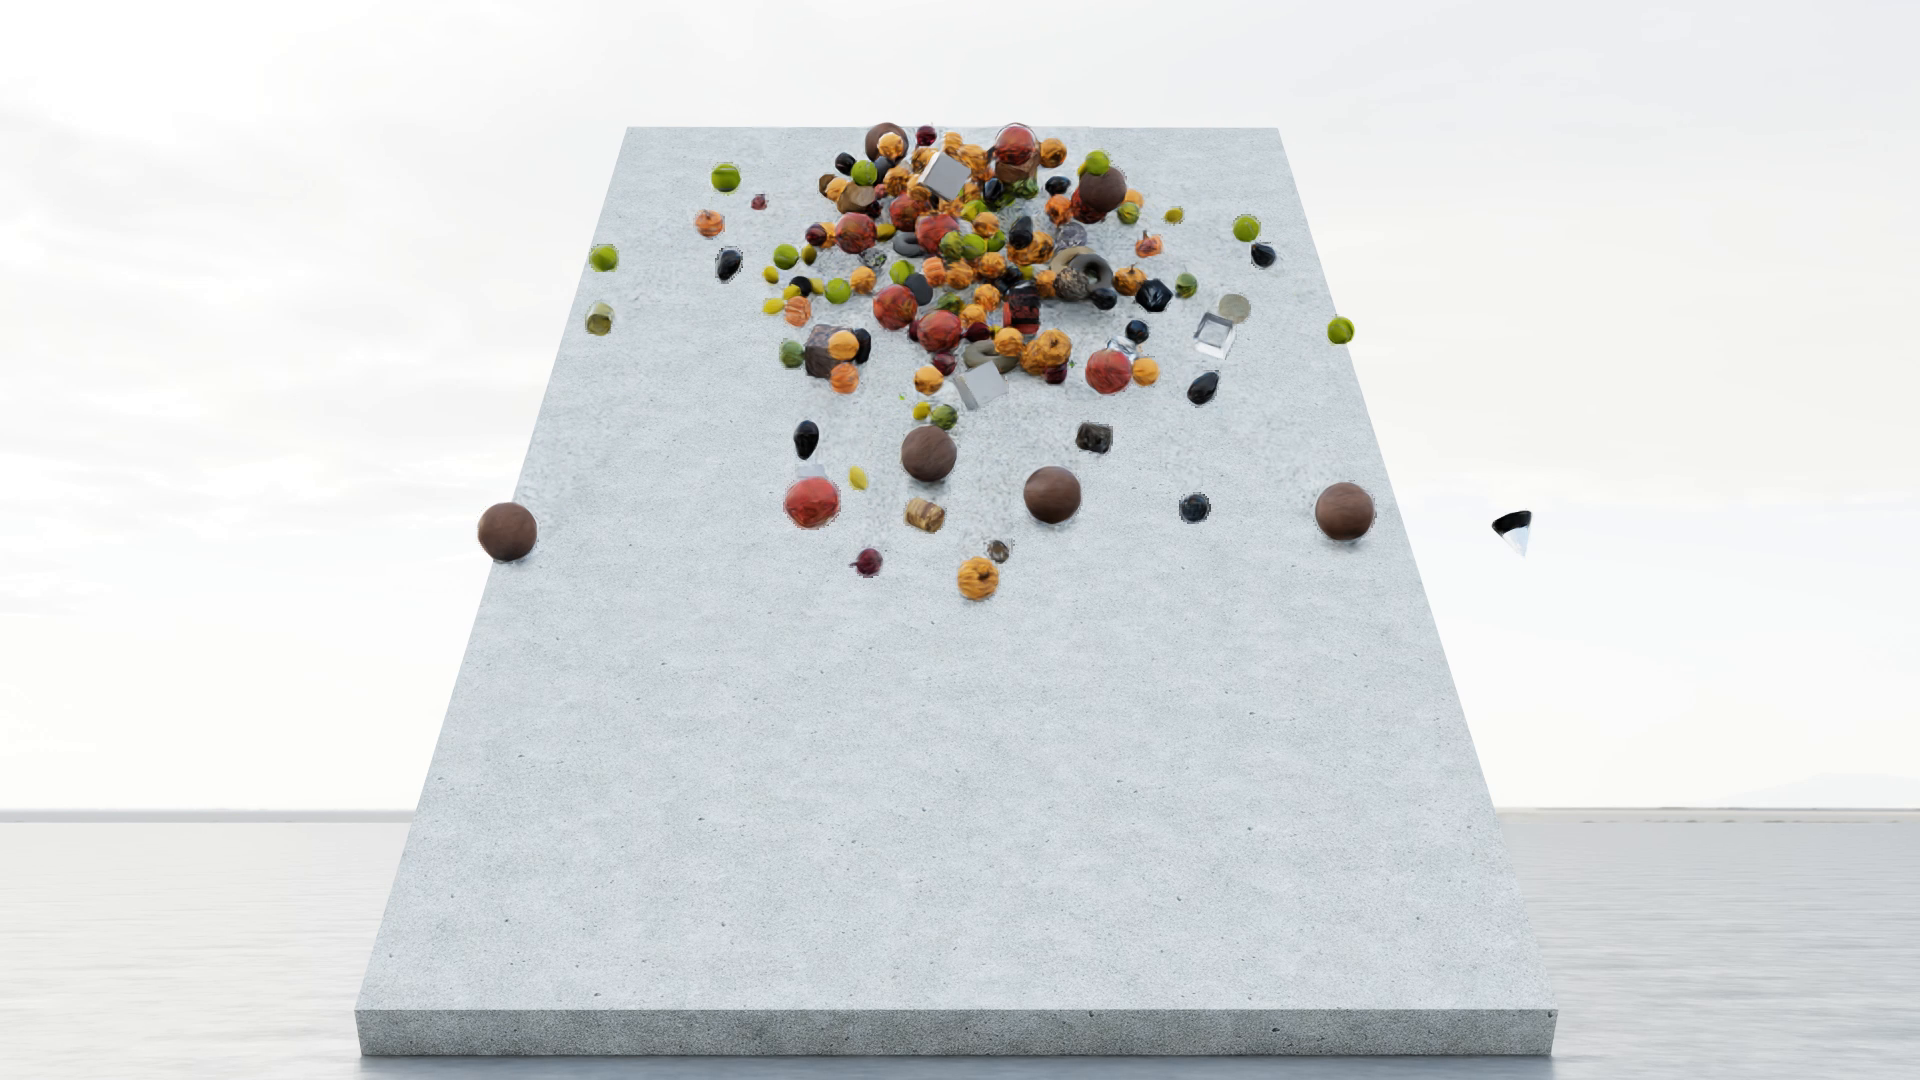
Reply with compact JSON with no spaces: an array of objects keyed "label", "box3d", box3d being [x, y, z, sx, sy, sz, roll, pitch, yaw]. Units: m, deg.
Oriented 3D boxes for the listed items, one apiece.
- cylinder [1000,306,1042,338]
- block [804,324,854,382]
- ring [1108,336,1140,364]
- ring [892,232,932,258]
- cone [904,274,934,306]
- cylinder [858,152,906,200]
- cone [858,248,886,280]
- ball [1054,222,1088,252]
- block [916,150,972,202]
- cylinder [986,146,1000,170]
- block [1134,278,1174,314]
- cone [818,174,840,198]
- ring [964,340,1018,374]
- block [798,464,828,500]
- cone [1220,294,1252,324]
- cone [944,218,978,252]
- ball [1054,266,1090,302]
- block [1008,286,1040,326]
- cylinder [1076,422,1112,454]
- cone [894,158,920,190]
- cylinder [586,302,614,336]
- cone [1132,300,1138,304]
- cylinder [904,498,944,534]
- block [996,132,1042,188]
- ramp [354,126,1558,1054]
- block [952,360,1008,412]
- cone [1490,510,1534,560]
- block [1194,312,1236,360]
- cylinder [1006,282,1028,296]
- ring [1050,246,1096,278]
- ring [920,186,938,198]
[{"label":"cylinder","box3d":[0.155,-0.565,6.200,0.082,0.082,0.082,-18,-2,-16]},{"label":"block","box3d":[-0.323,-0.464,6.006,0.094,0.094,0.094,9,-49,13]},{"label":"ring","box3d":[0.411,-0.477,6.090,0.087,0.087,0.029,3,-46,-25]},{"label":"ring","box3d":[-0.130,-0.810,6.656,0.110,0.037,0.110,0,35,0]},{"label":"cone","box3d":[-0.129,-0.645,6.316,0.088,0.088,0.088,3,-4,-28]},{"label":"cylinder","box3d":[-0.221,-1.031,6.892,0.096,0.096,0.096,-38,-13,7]},{"label":"cone","box3d":[-0.234,-0.728,6.522,0.077,0.077,0.077,-2,-33,-1]},{"label":"ball","box3d":[0.303,-0.823,6.633,0.089,0.089,0.089,0,-6,0]},{"label":"block","box3d":[-0.041,-0.947,6.334,0.095,0.095,0.095,31,1,-13]},{"label":"cylinder","box3d":[0.119,-1.084,6.917,0.070,0.070,0.070,-3,-4,22]},{"label":"block","box3d":[0.495,-0.624,6.203,0.060,0.060,0.060,-12,-39,-45]},{"label":"cone","box3d":[-0.391,-1.020,7.009,0.069,0.069,0.069,3,1,-26]},{"label":"ring","box3d":[0.078,-0.456,6.059,0.140,0.047,0.140,1,31,-1]},{"label":"block","box3d":[-0.334,-0.130,5.498,0.057,0.057,0.057,-7,31,-11]},{"label":"cone","box3d":[0.717,-0.612,6.298,0.082,0.082,0.082,-1,26,10]},{"label":"cone","box3d":[0.000,-0.807,6.557,0.096,0.096,0.096,0,26,4]},{"label":"ball","box3d":[0.288,-0.659,6.271,0.093,0.093,0.093,0,-6,0]},{"label":"block","box3d":[0.161,-0.589,6.106,0.073,0.073,0.073,-4,25,2]},{"label":"cylinder","box3d":[0.311,-0.237,5.639,0.062,0.062,0.062,14,0,26]},{"label":"cone","box3d":[-0.178,-1.034,6.997,0.092,0.092,0.092,-44,2,-12]},{"label":"cylinder","box3d":[-0.920,-0.565,6.216,0.064,0.064,0.064,0,31,2]},{"label":"cone","box3d":[0.494,-0.629,6.368,0.064,0.064,0.064,30,-9,-3]},{"label":"cylinder","box3d":[-0.078,-0.055,5.365,0.063,0.063,0.063,23,6,30]},{"label":"block","box3d":[0.160,-1.049,6.703,0.099,0.099,0.099,19,-16,7]},{"label":"ramp","box3d":[-0.014,-0.202,5.774,2.000,0.100,4.000,0,31,0]},{"label":"block","box3d":[0.048,-0.362,5.688,0.083,0.083,0.083,-30,5,-17]},{"label":"cone","box3d":[1.223,0.000,5.315,0.096,0.096,0.096,-11,-23,-5]},{"label":"block","box3d":[0.637,-0.511,6.076,0.076,0.076,0.076,21,-15,18]},{"label":"cylinder","box3d":[0.158,-0.629,6.263,0.055,0.055,0.055,-31,-17,17]},{"label":"ring","box3d":[0.298,-0.731,6.434,0.134,0.134,0.045,-4,-49,31]},{"label":"ring","box3d":[-0.065,-1.013,7.004,0.100,0.033,0.100,-1,31,1]}]
